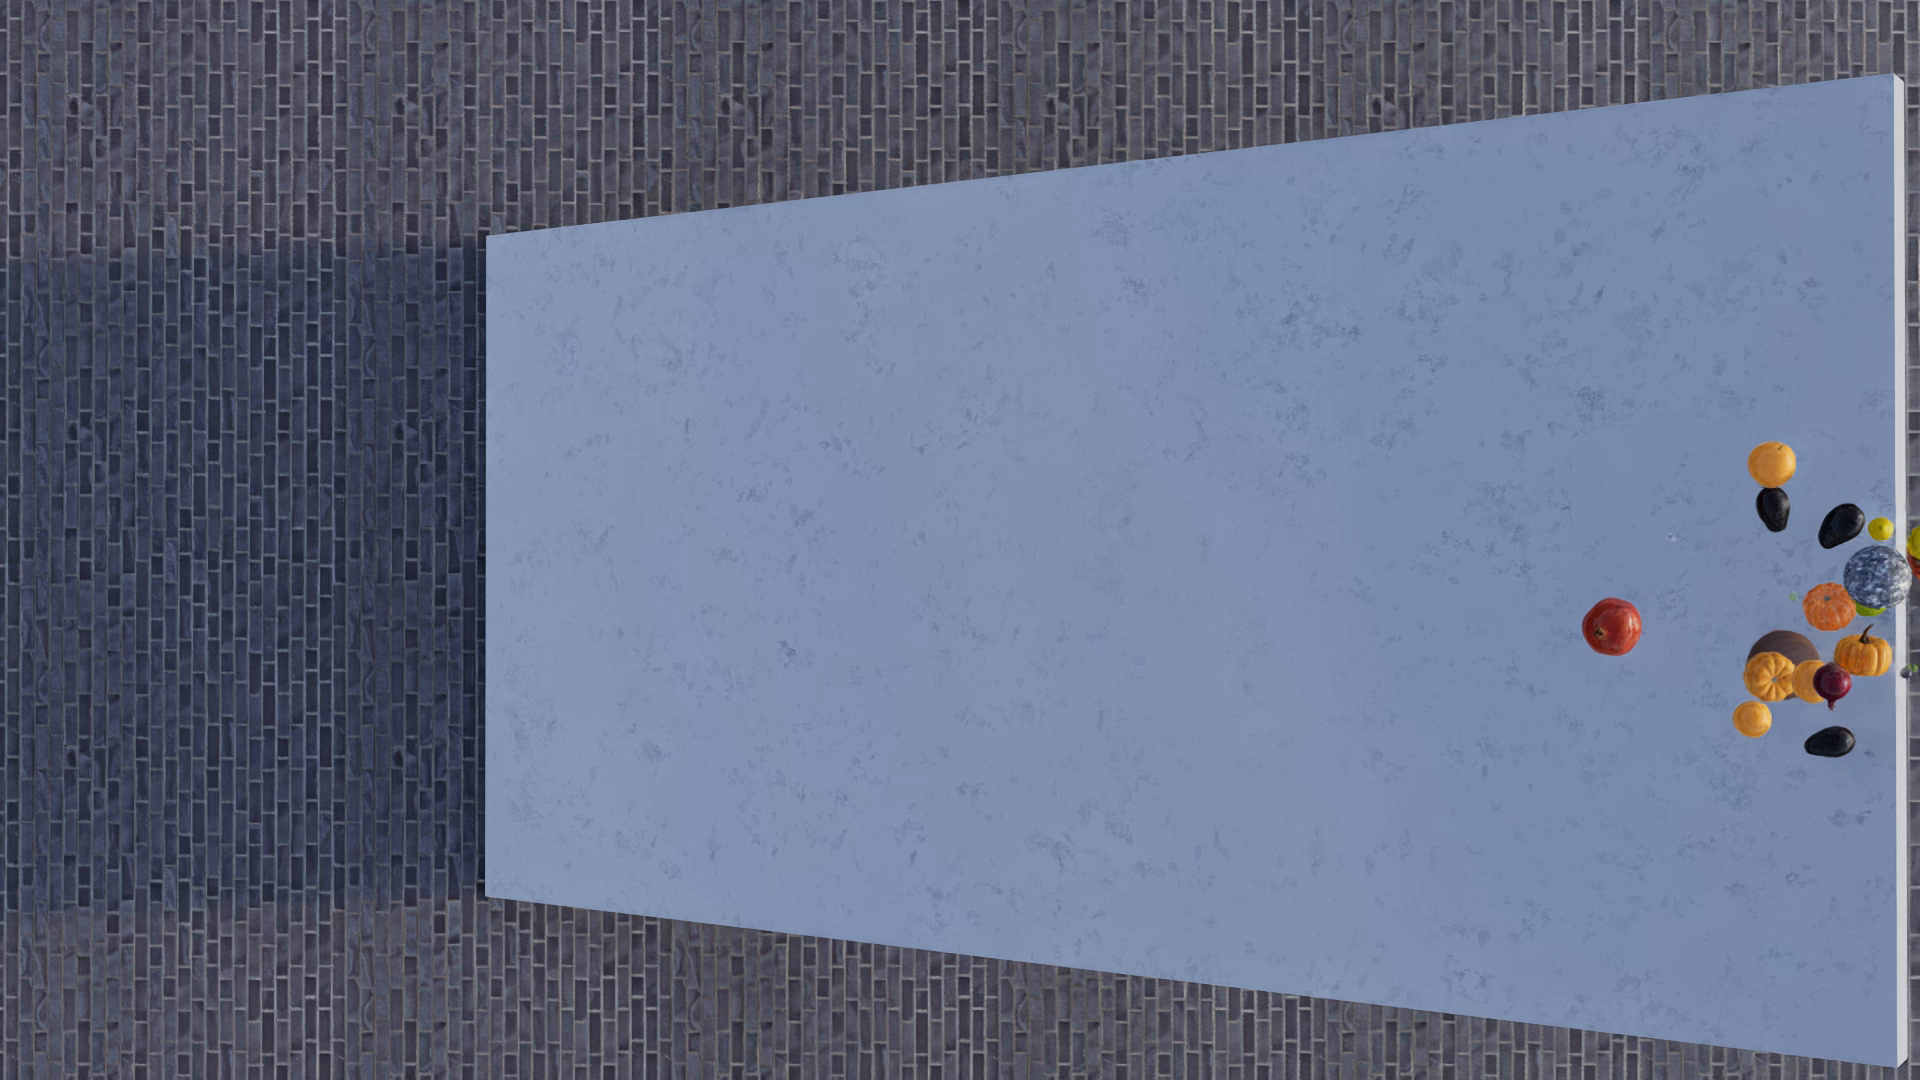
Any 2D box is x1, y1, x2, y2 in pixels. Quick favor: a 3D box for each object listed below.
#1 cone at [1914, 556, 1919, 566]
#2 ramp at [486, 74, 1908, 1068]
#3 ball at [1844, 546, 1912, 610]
[{"bbox_3d":[1.425,-0.006,3.142,0.096,0.096,0.096,15,84,0],"label":"cone"},{"bbox_3d":[0.251,0.069,5.581,4.000,0.100,2.000,0,89,34],"label":"ramp"},{"bbox_3d":[1.291,0.052,3.094,0.090,0.090,0.090,0,90,0],"label":"ball"}]
